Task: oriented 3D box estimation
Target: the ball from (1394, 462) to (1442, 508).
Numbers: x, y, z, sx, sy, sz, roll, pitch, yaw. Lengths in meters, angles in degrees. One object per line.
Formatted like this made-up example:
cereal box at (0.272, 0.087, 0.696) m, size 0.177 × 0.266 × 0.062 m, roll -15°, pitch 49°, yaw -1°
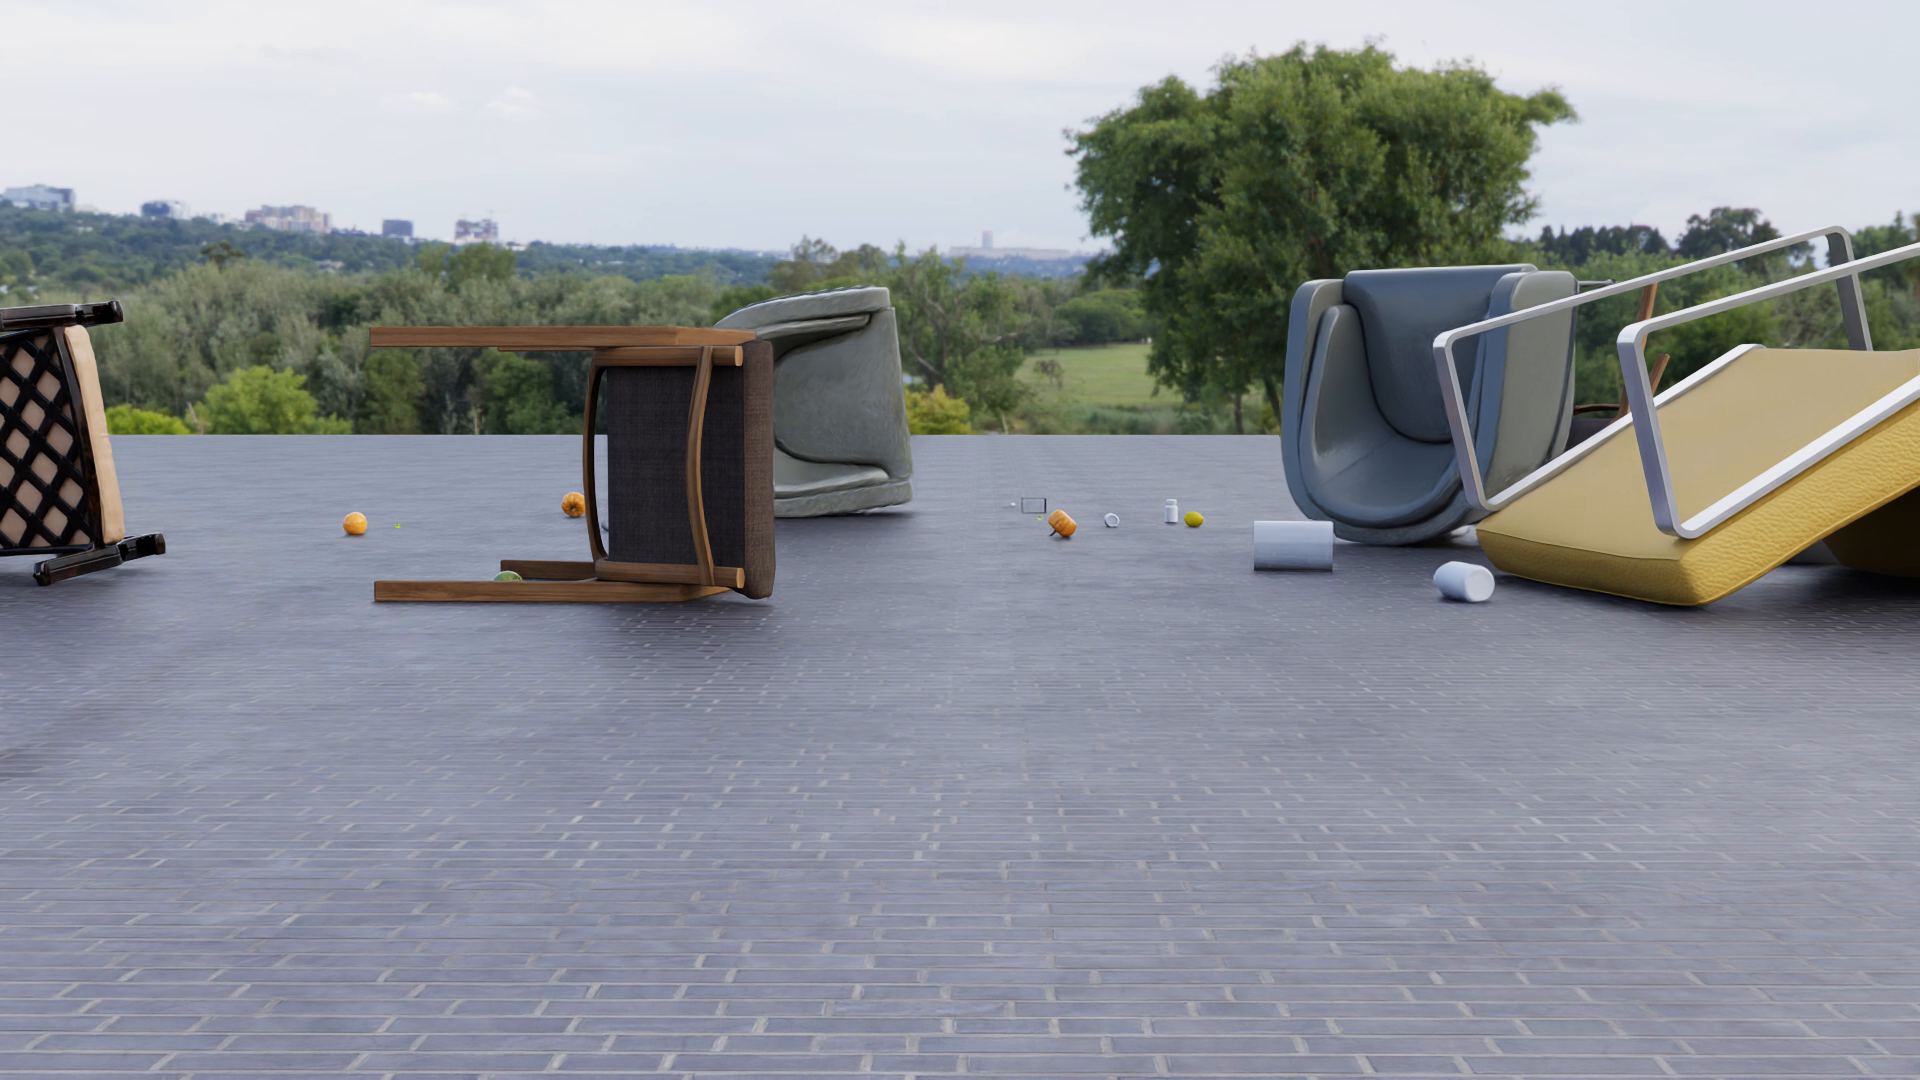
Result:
ball at (1.725, -0.209, 8.290) m, size 0.177 × 0.177 × 0.177 m, roll 0°, pitch 4°, yaw 0°

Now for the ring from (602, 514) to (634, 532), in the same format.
ring at (-1.082, -0.055, 6.951) m, size 0.107 × 0.057 × 0.034 m, roll -10°, pitch -13°, yaw 0°

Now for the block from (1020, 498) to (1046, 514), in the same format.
block at (0.267, -0.125, 7.985) m, size 0.084 × 0.053 × 0.059 m, roll -1°, pitch 4°, yaw -8°

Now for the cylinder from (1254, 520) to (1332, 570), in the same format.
cylinder at (0.826, 0.014, 5.452) m, size 0.192 × 0.123 × 0.091 m, roll 1°, pitch 12°, yaw 8°

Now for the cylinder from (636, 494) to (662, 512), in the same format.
cylinder at (-1.136, -0.134, 8.028) m, size 0.103 × 0.063 × 0.080 m, roll -3°, pitch 5°, yaw -39°

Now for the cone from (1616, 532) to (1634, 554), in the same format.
cone at (1.814, 0.007, 5.996) m, size 0.051 × 0.062 × 0.057 m, roll 1°, pitch 4°, yaw 15°

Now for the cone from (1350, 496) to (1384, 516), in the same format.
cone at (1.451, -0.122, 7.839) m, size 0.116 × 0.066 × 0.120 m, roll -2°, pitch 5°, yaw -31°

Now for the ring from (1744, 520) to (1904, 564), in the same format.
ring at (2.241, 0.006, 5.709) m, size 0.399 × 0.105 × 0.226 m, roll 1°, pitch 6°, yaw 4°
